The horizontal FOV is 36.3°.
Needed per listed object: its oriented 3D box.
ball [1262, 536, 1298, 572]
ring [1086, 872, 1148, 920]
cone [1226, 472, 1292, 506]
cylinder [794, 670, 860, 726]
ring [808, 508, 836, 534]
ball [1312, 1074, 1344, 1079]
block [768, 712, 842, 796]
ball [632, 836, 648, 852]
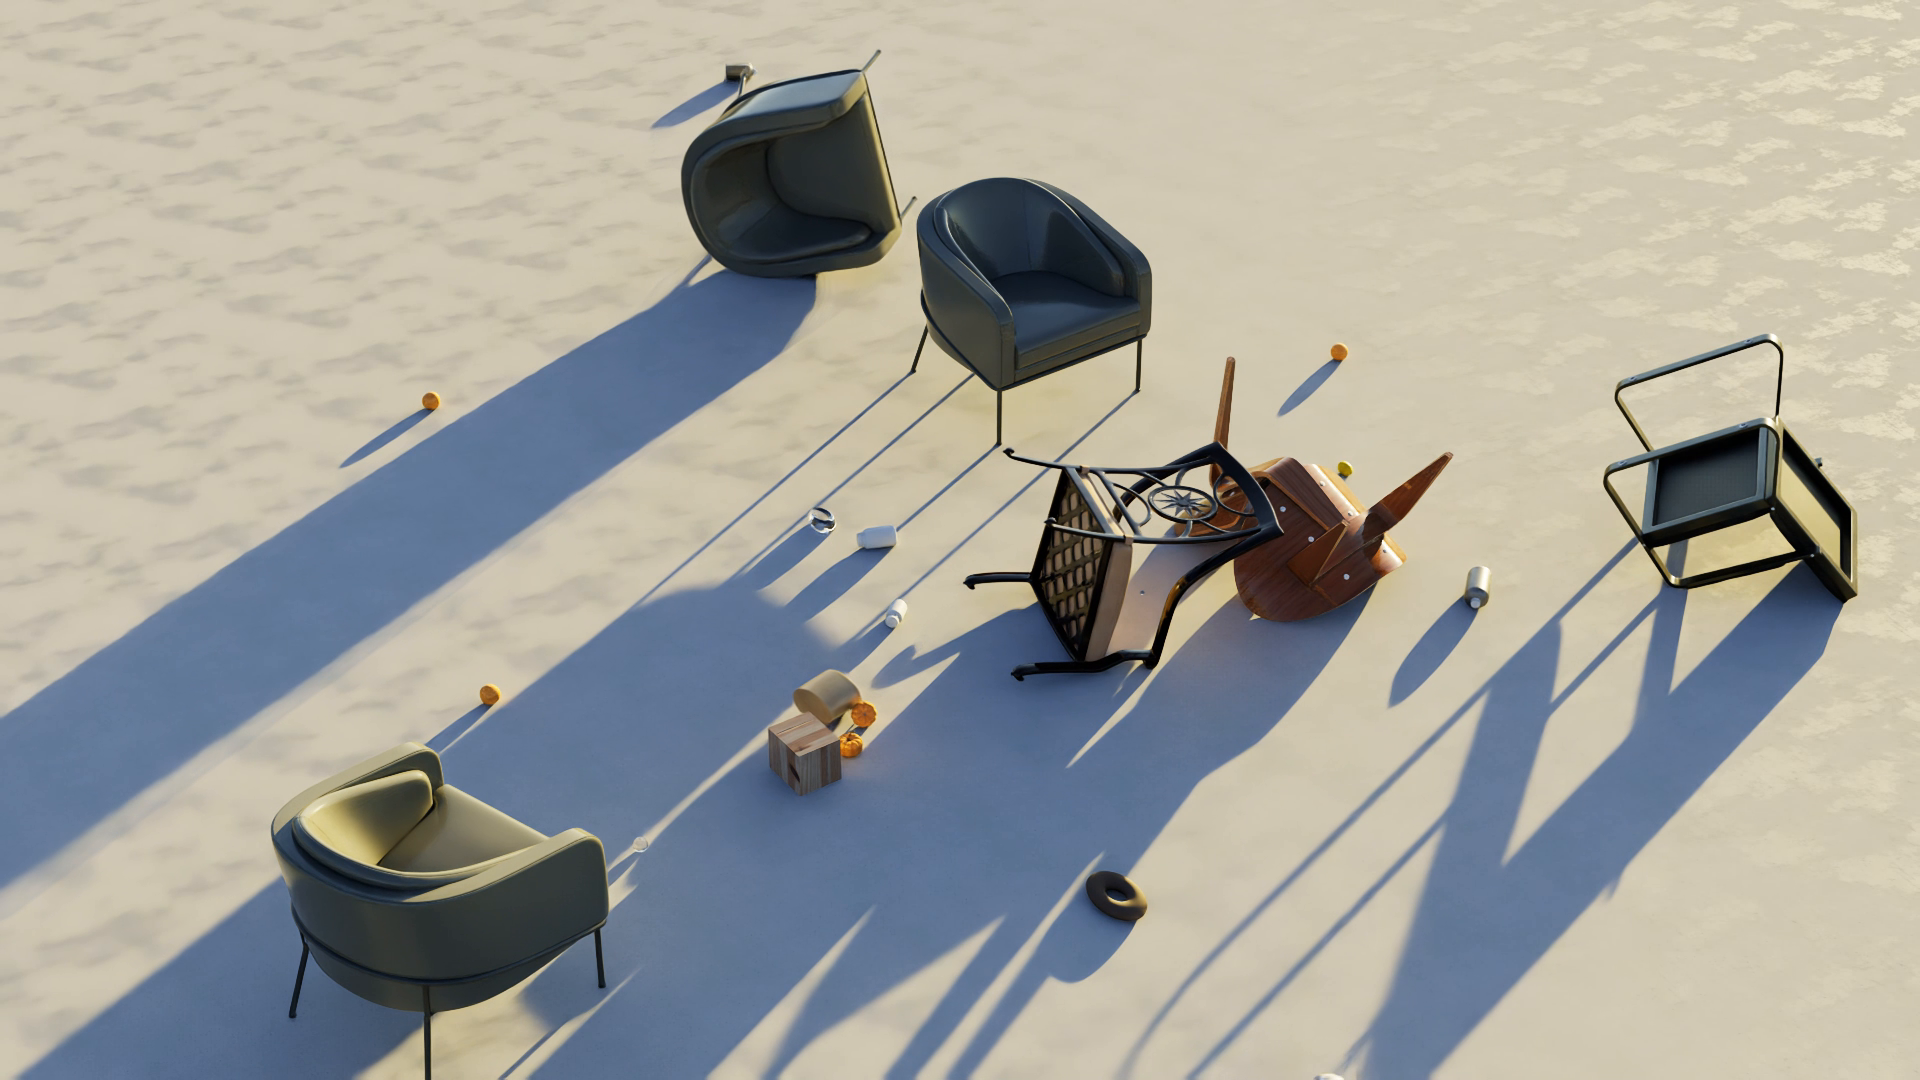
[{"bbox_3d":[1.172,0.049,10.748,0.134,0.134,0.134,0,33,0],"label":"ball"},{"bbox_3d":[0.491,1.117,9.208,0.157,0.046,0.249,-21,38,-27],"label":"ring"},{"bbox_3d":[1.120,-0.199,11.195,0.257,0.115,0.155,4,36,29],"label":"cone"},{"bbox_3d":[-0.455,0.537,10.013,0.180,0.128,0.148,27,42,33],"label":"cylinder"},{"bbox_3d":[-0.518,-0.073,11.005,0.090,0.057,0.138,-22,41,-28],"label":"ring"},{"bbox_3d":[1.055,1.596,8.397,0.137,0.137,0.137,0,33,0],"label":"ball"},{"bbox_3d":[-0.515,0.708,9.721,0.161,0.165,0.190,-21,39,-29],"label":"block"},{"bbox_3d":[-1.027,0.978,9.414,0.050,0.050,0.050,0,33,0],"label":"ball"}]
